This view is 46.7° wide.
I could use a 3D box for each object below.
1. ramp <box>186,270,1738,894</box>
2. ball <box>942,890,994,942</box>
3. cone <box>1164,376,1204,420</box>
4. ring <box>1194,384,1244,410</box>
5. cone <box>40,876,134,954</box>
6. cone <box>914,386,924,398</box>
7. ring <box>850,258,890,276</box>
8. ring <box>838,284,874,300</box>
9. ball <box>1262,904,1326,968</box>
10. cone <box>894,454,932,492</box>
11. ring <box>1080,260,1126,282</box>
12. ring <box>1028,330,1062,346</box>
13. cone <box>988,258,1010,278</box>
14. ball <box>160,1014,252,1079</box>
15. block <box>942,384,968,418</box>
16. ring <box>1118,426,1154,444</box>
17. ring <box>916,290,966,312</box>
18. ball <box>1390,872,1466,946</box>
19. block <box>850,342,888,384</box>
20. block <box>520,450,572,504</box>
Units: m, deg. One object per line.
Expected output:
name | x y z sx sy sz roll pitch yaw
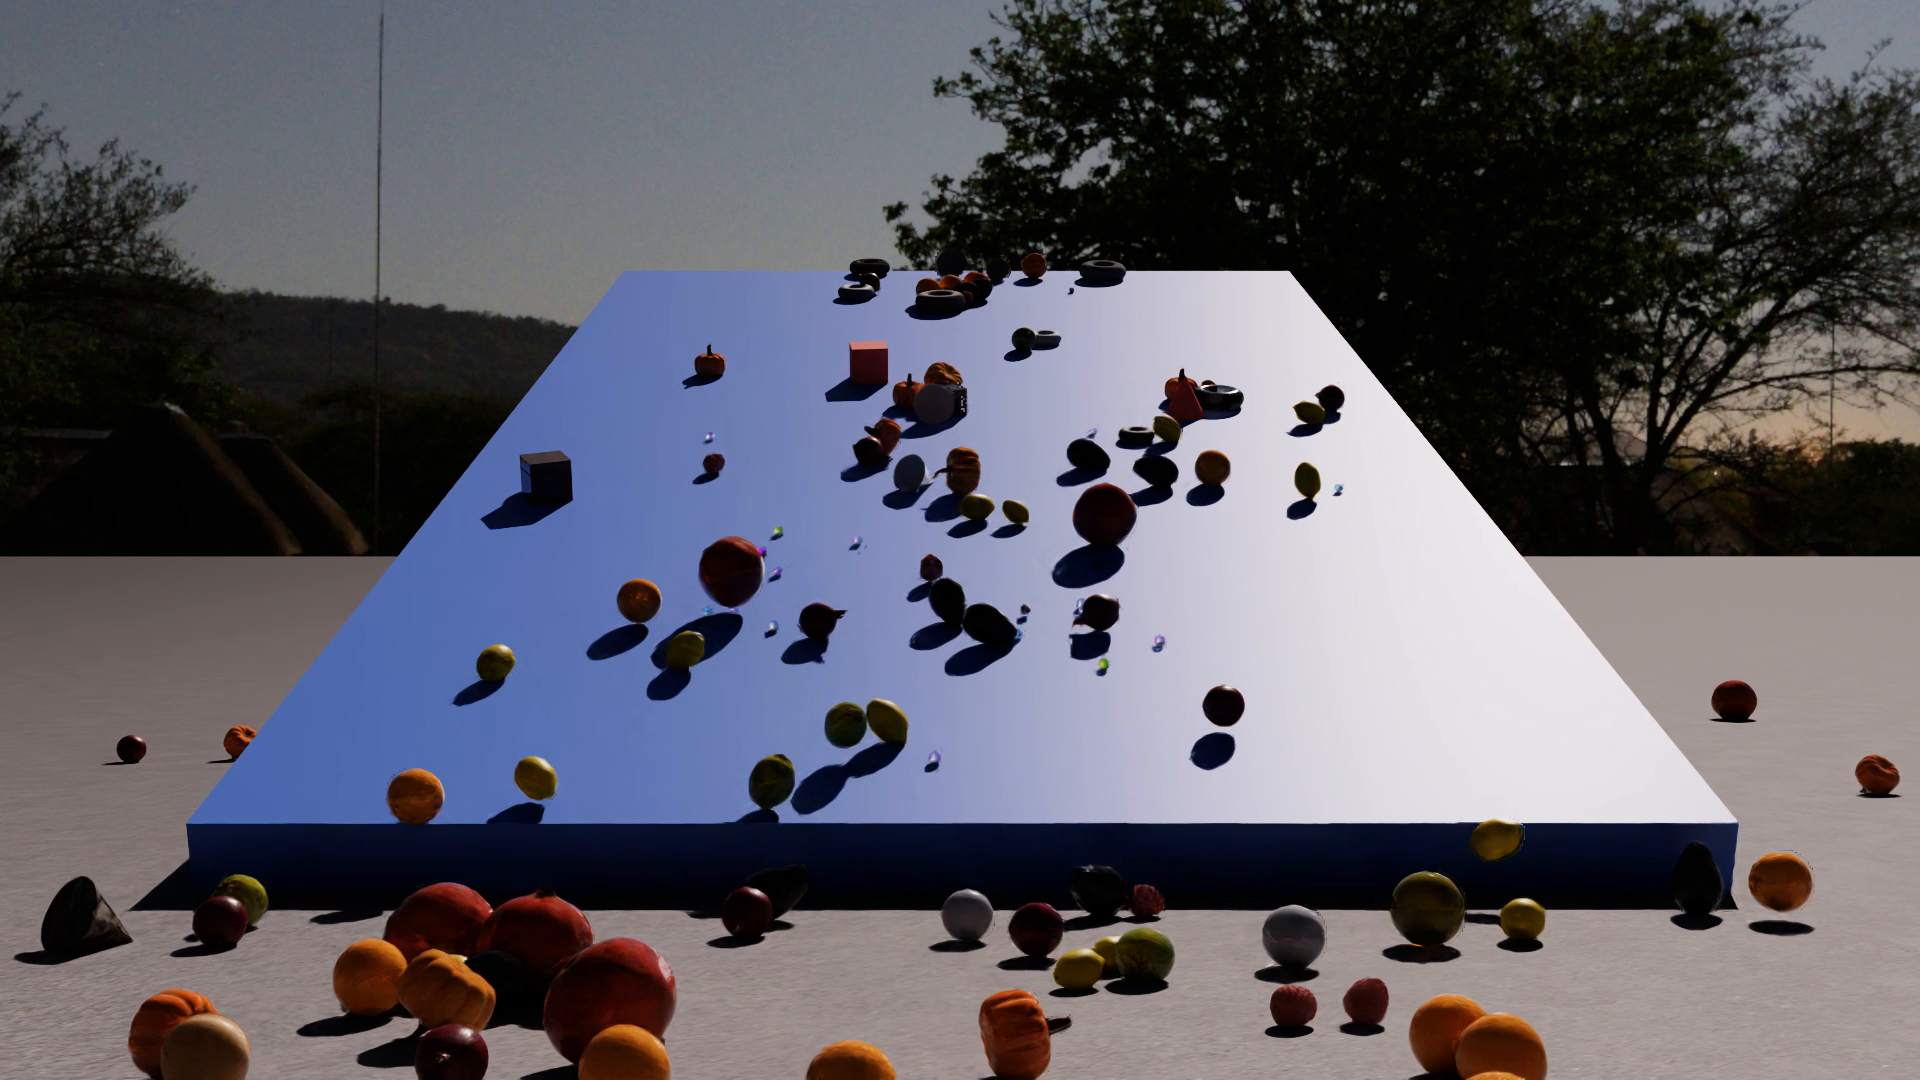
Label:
ramp | -0.003 -0.175 4.789 2.000 0.100 4.000 0 17 0
ball | 0.008 0.429 2.540 0.060 0.060 0.060 0 0 0
cone | 0.501 -0.322 4.945 0.091 0.091 0.091 0 17 0
ring | 0.582 -0.323 5.037 0.123 0.041 0.123 1 16 0
cone | -0.969 0.439 2.508 0.090 0.090 0.090 0 -27 38
cone | -0.072 -0.312 5.018 0.063 0.063 0.063 0 -10 -3
ring | -0.269 -0.813 6.628 0.121 0.040 0.121 -1 16 0
ring | -0.294 -0.700 6.271 0.103 0.034 0.103 -1 18 0
ball | 0.357 0.424 2.378 0.067 0.067 0.067 0 0 0
cone | -0.077 -0.122 4.387 0.078 0.078 0.078 0 -13 37
ring | 0.420 -0.793 6.557 0.139 0.046 0.139 1 18 0
ring | 0.216 -0.517 5.686 0.086 0.029 0.086 0 19 0
cone | 0.113 -0.790 6.573 0.067 0.067 0.067 0 -27 -9
ball | -0.612 0.420 1.804 0.071 0.071 0.071 0 0 0
block | -0.026 -0.310 4.958 0.060 0.060 0.060 -12 21 -34
ring | 0.376 -0.225 4.741 0.077 0.026 0.077 1 16 0
ring | -0.054 -0.655 6.107 0.139 0.046 0.139 -1 16 0
ball | 0.528 0.417 2.511 0.084 0.084 0.084 0 0 0
block | -0.217 -0.421 5.276 0.085 0.085 0.085 -2 17 -7
block | -0.801 -0.121 4.305 0.080 0.080 0.080 -8 19 -23
